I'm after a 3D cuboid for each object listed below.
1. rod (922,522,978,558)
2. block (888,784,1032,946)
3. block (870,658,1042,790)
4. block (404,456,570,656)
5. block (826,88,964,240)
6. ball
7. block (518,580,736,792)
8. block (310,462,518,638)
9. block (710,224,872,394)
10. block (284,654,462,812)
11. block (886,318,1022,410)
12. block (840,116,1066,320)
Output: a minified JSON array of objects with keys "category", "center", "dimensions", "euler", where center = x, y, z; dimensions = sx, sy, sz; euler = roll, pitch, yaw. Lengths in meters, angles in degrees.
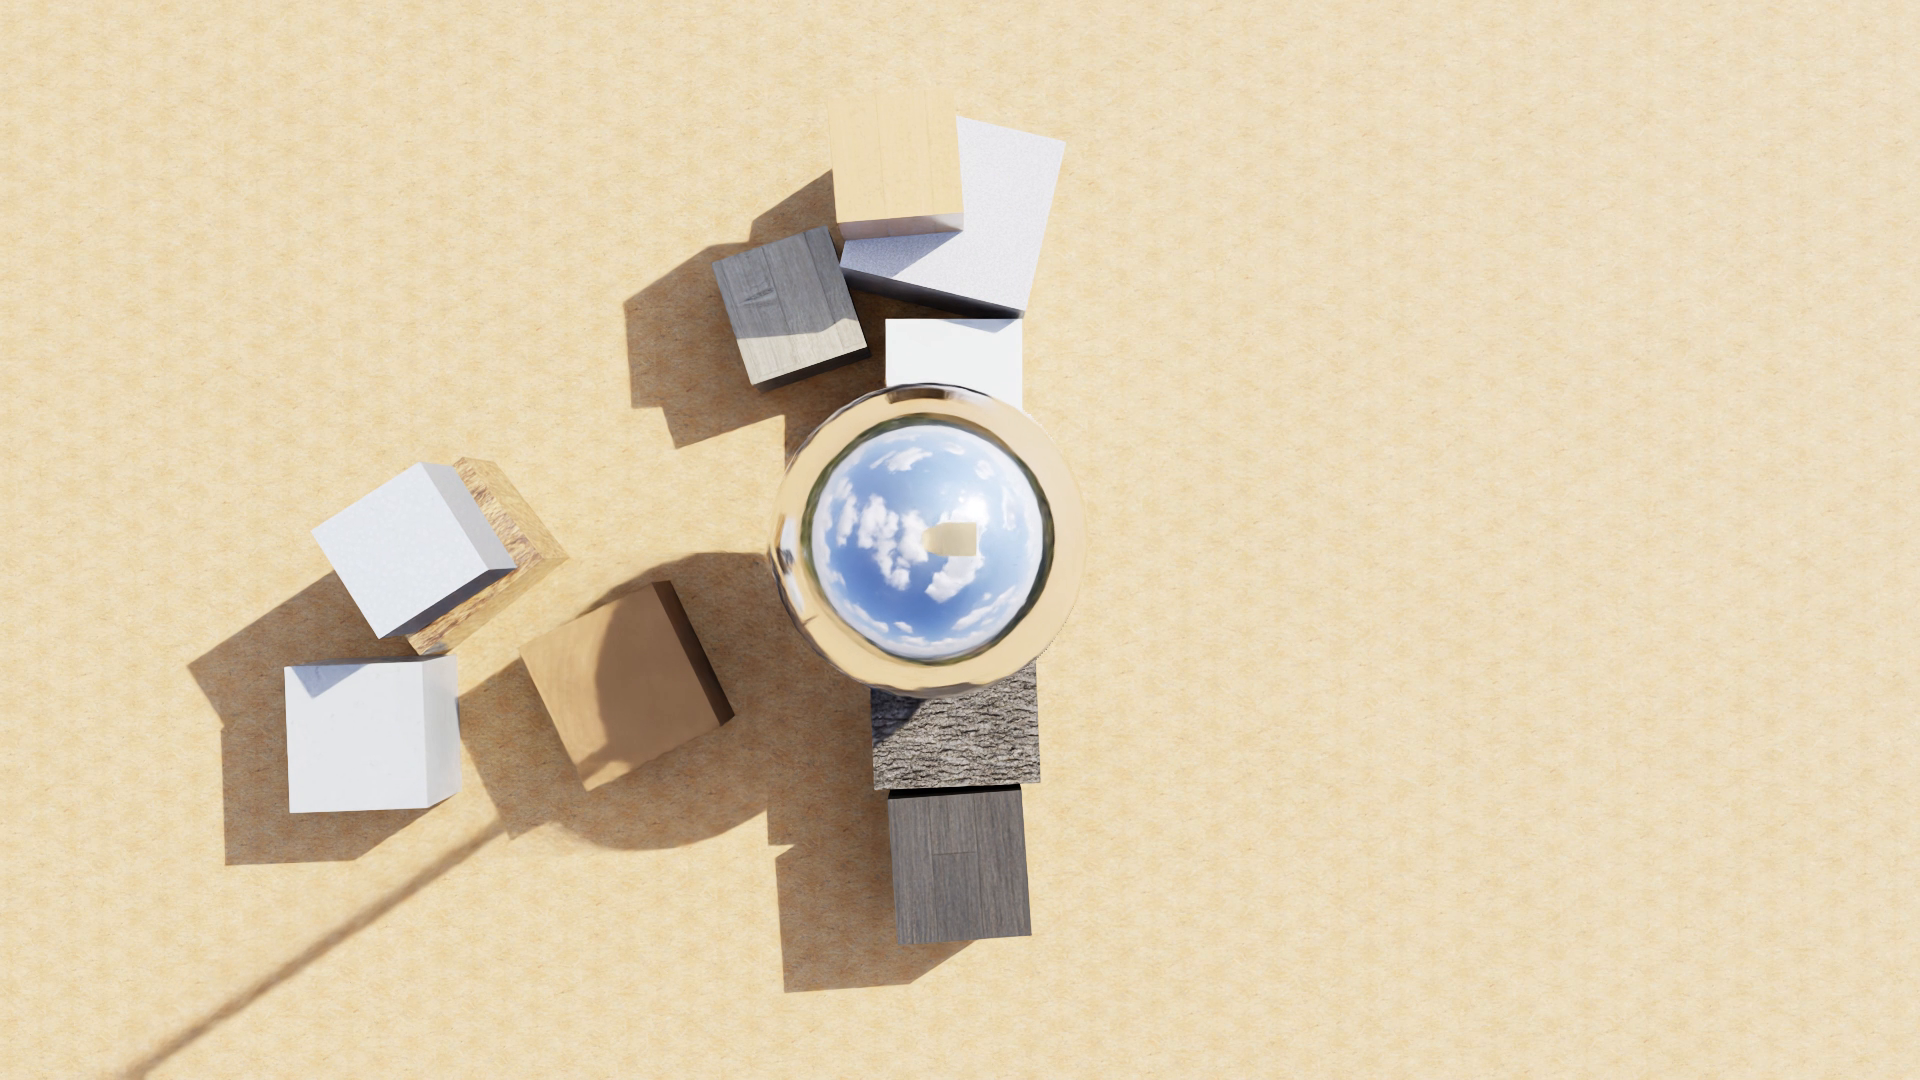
[{"category":"rod","center":[-0.069,0.000,7.672],"dimensions":[0.080,5.200,0.080],"euler":[0,90,-2]},{"category":"block","center":[-0.002,1.800,12.540],"dimensions":[0.740,0.921,0.802],"euler":[-4,90,0]},{"category":"block","center":[-0.033,0.873,12.563],"dimensions":[0.921,0.875,0.973],"euler":[-2,90,0]},{"category":"block","center":[-2.867,0.088,12.578],"dimensions":[0.867,0.845,0.718],"euler":[-38,90,0]},{"category":"block","center":[-0.332,-1.972,11.612],"dimensions":[0.654,0.686,0.639],"euler":[-5,90,0]},{"category":"ball","center":[-0.159,0.000,11.071],"dimensions":[1.600,1.600,1.600],"euler":[0,90,0]},{"category":"block","center":[-1.894,0.817,12.612],"dimensions":[0.828,0.775,0.889],"euler":[-26,90,0]},{"category":"block","center":[-2.907,0.053,11.777],"dimensions":[0.671,0.756,0.664],"euler":[-32,90,0]},{"category":"block","center":[-0.958,-1.318,12.660],"dimensions":[0.682,0.681,0.721],"euler":[-18,90,0]},{"category":"block","center":[-3.339,1.091,12.576],"dimensions":[0.760,0.847,0.806],"euler":[-2,90,0]},{"category":"block","center":[-0.033,-0.847,12.584],"dimensions":[0.753,0.831,0.751],"euler":[0,90,0]},{"category":"block","center":[-0.039,-1.827,12.478],"dimensions":[1.042,1.045,0.945],"euler":[13,90,0]}]
